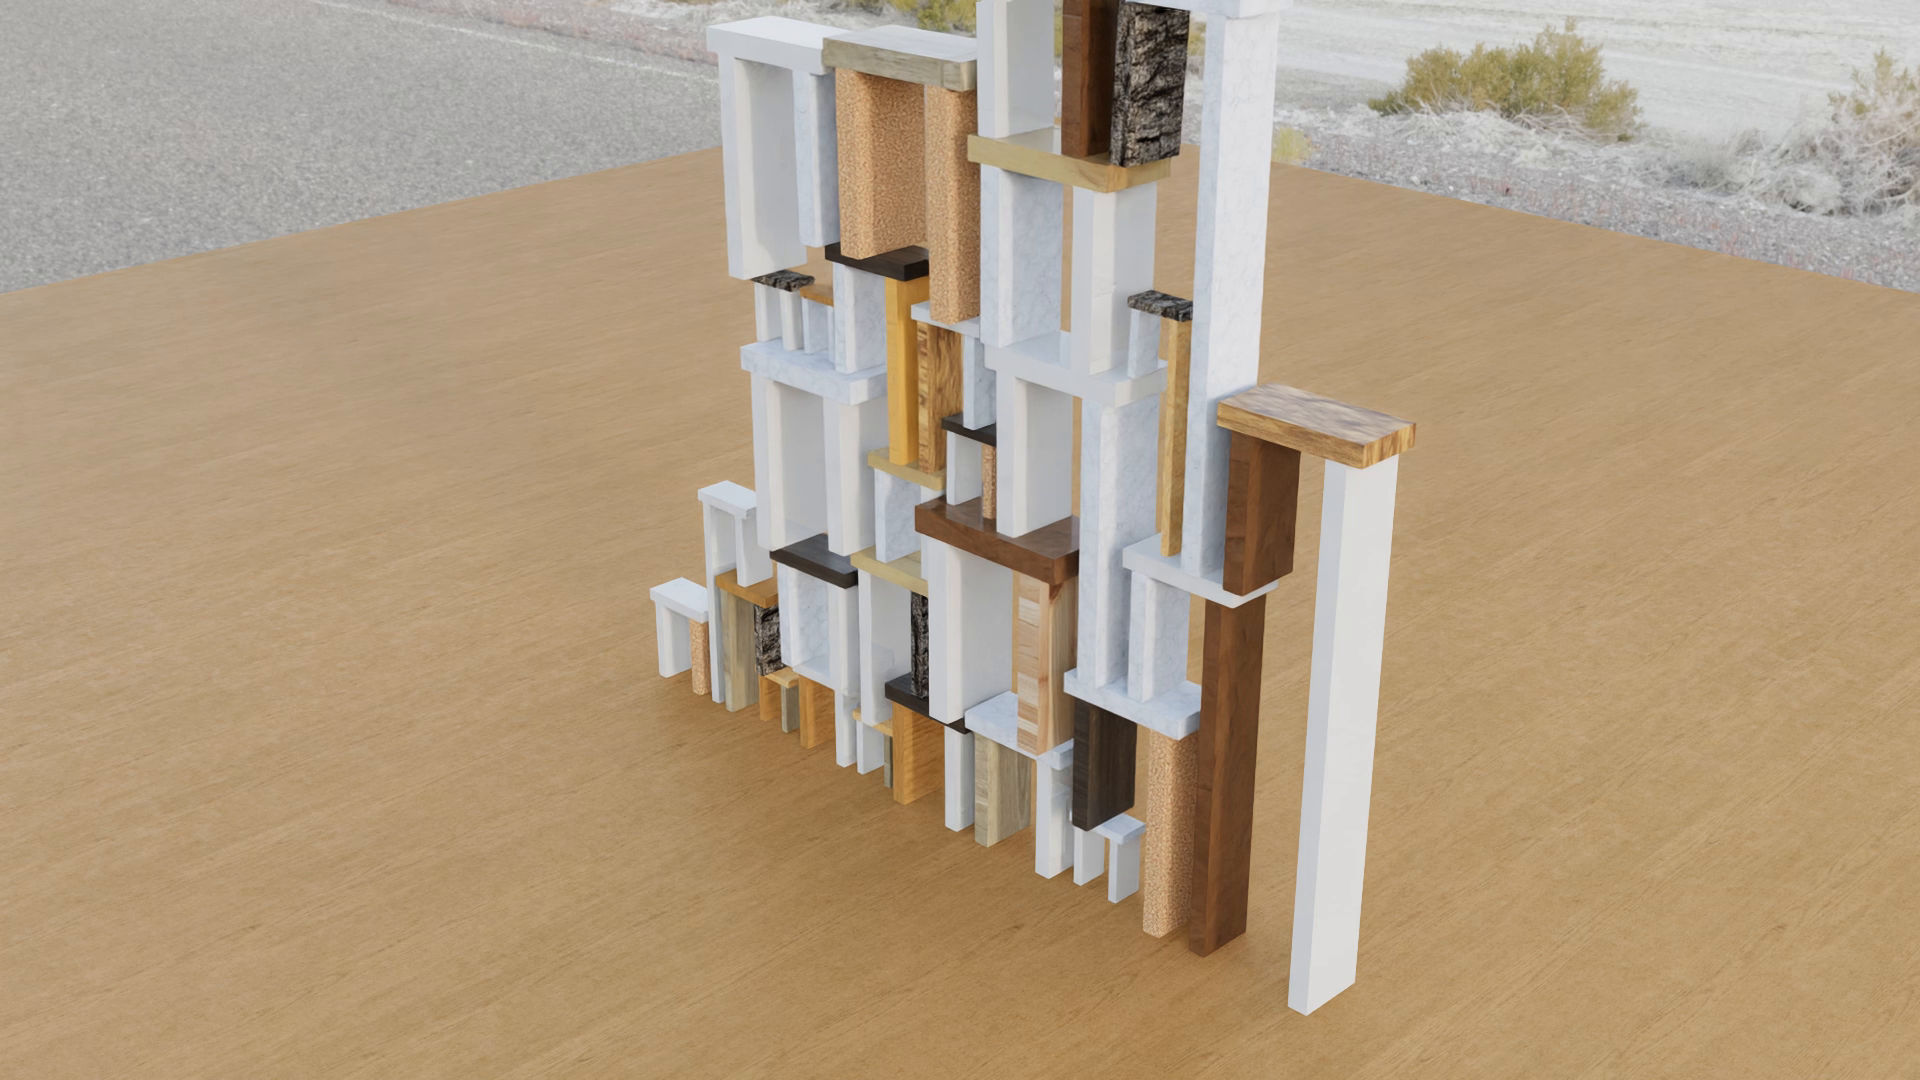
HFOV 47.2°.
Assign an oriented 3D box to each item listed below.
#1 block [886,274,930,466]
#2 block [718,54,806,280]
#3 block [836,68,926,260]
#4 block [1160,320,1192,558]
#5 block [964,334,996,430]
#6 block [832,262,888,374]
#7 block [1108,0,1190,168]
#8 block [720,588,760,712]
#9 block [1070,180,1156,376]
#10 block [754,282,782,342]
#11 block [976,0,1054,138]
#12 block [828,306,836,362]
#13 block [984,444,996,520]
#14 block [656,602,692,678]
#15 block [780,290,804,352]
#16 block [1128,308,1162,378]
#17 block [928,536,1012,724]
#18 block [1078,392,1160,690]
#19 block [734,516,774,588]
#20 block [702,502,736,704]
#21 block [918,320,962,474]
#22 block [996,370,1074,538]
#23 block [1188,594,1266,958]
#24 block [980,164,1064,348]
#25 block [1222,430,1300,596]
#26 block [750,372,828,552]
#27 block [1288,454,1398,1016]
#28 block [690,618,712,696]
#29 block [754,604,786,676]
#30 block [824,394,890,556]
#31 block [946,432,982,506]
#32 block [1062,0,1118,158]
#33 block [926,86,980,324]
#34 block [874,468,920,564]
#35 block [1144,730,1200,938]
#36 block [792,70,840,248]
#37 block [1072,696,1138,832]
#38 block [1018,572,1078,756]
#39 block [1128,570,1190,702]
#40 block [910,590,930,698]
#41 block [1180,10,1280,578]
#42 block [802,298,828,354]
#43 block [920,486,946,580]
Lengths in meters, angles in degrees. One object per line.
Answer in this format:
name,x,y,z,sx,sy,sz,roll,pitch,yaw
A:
block,-0.087,-0.331,4.181,0.031,0.368,0.110,20,31,41
block,-0.386,-0.745,4.326,0.047,0.439,0.165,21,31,41
block,-0.145,-0.712,4.081,0.175,0.349,0.049,-22,31,-40
block,0.375,-0.176,3.740,0.060,0.426,0.017,-21,31,-40
block,0.048,-0.300,4.043,0.025,0.179,0.090,21,31,41
block,-0.192,-0.440,4.249,0.031,0.220,0.110,21,31,40
block,0.309,-0.749,3.573,0.132,0.265,0.037,-20,33,-39
block,-0.481,0.231,4.840,0.024,0.294,0.083,21,31,41
block,0.261,-0.455,3.748,0.046,0.322,0.161,21,31,40
block,-0.383,-0.466,4.434,0.017,0.123,0.062,20,30,40
block,0.095,-0.846,3.761,0.146,0.292,0.041,-21,29,-40
block,-0.232,-0.409,4.313,0.016,0.113,0.057,19,30,41
block,0.077,-0.118,4.083,0.073,0.146,0.021,-21,32,-41
block,-0.646,0.214,5.021,0.026,0.184,0.092,21,31,41
block,-0.327,-0.444,4.381,0.017,0.123,0.062,18,29,41
block,0.313,-0.339,3.732,0.017,0.121,0.060,23,32,38
block,0.021,0.150,4.257,0.179,0.381,0.051,-21,31,-41
block,0.281,-0.008,3.912,0.044,0.542,0.155,21,31,41
block,-0.441,0.013,4.710,0.023,0.161,0.081,21,31,41
block,-0.517,0.130,4.842,0.023,0.479,0.081,21,31,41
block,-0.038,-0.278,4.145,0.025,0.298,0.090,21,31,41
block,0.136,-0.173,4.004,0.155,0.310,0.044,-21,30,-40
block,0.472,0.411,3.892,0.035,0.704,0.123,21,31,41
block,0.109,-0.516,3.890,0.161,0.322,0.046,-21,31,-40
block,0.503,-0.062,3.652,0.040,0.284,0.142,21,31,39
block,-0.346,-0.179,4.516,0.046,0.378,0.162,21,31,40
block,0.637,0.329,3.674,0.040,1.023,0.142,21,31,41
block,-0.560,0.248,4.941,0.026,0.184,0.092,21,31,41
block,-0.403,0.203,4.743,0.024,0.166,0.083,21,31,41
block,-0.191,-0.145,4.366,0.162,0.323,0.046,-21,30,-41
block,0.008,-0.144,4.146,0.021,0.146,0.073,22,32,40
block,0.234,-0.791,3.635,0.146,0.292,0.041,-21,30,-40
block,0.023,-0.613,3.943,0.049,0.424,0.175,21,31,41
block,-0.122,-0.060,4.333,0.097,0.194,0.027,-21,31,-41
block,0.398,0.514,4.011,0.038,0.420,0.135,21,31,41
block,-0.233,-0.733,4.160,0.047,0.329,0.165,21,31,41
block,0.270,0.396,4.097,0.135,0.269,0.038,-21,31,-40
block,0.188,0.206,4.096,0.051,0.358,0.179,21,31,40
block,0.355,0.154,3.909,0.035,0.246,0.123,21,31,40
block,-0.045,0.191,4.359,0.032,0.226,0.113,21,31,41
block,0.437,-0.390,3.587,0.132,0.938,0.037,-21,31,-40
block,-0.285,-0.430,4.362,0.016,0.113,0.057,19,29,40
block,-0.031,-0.025,4.249,0.097,0.194,0.027,-21,31,-41
